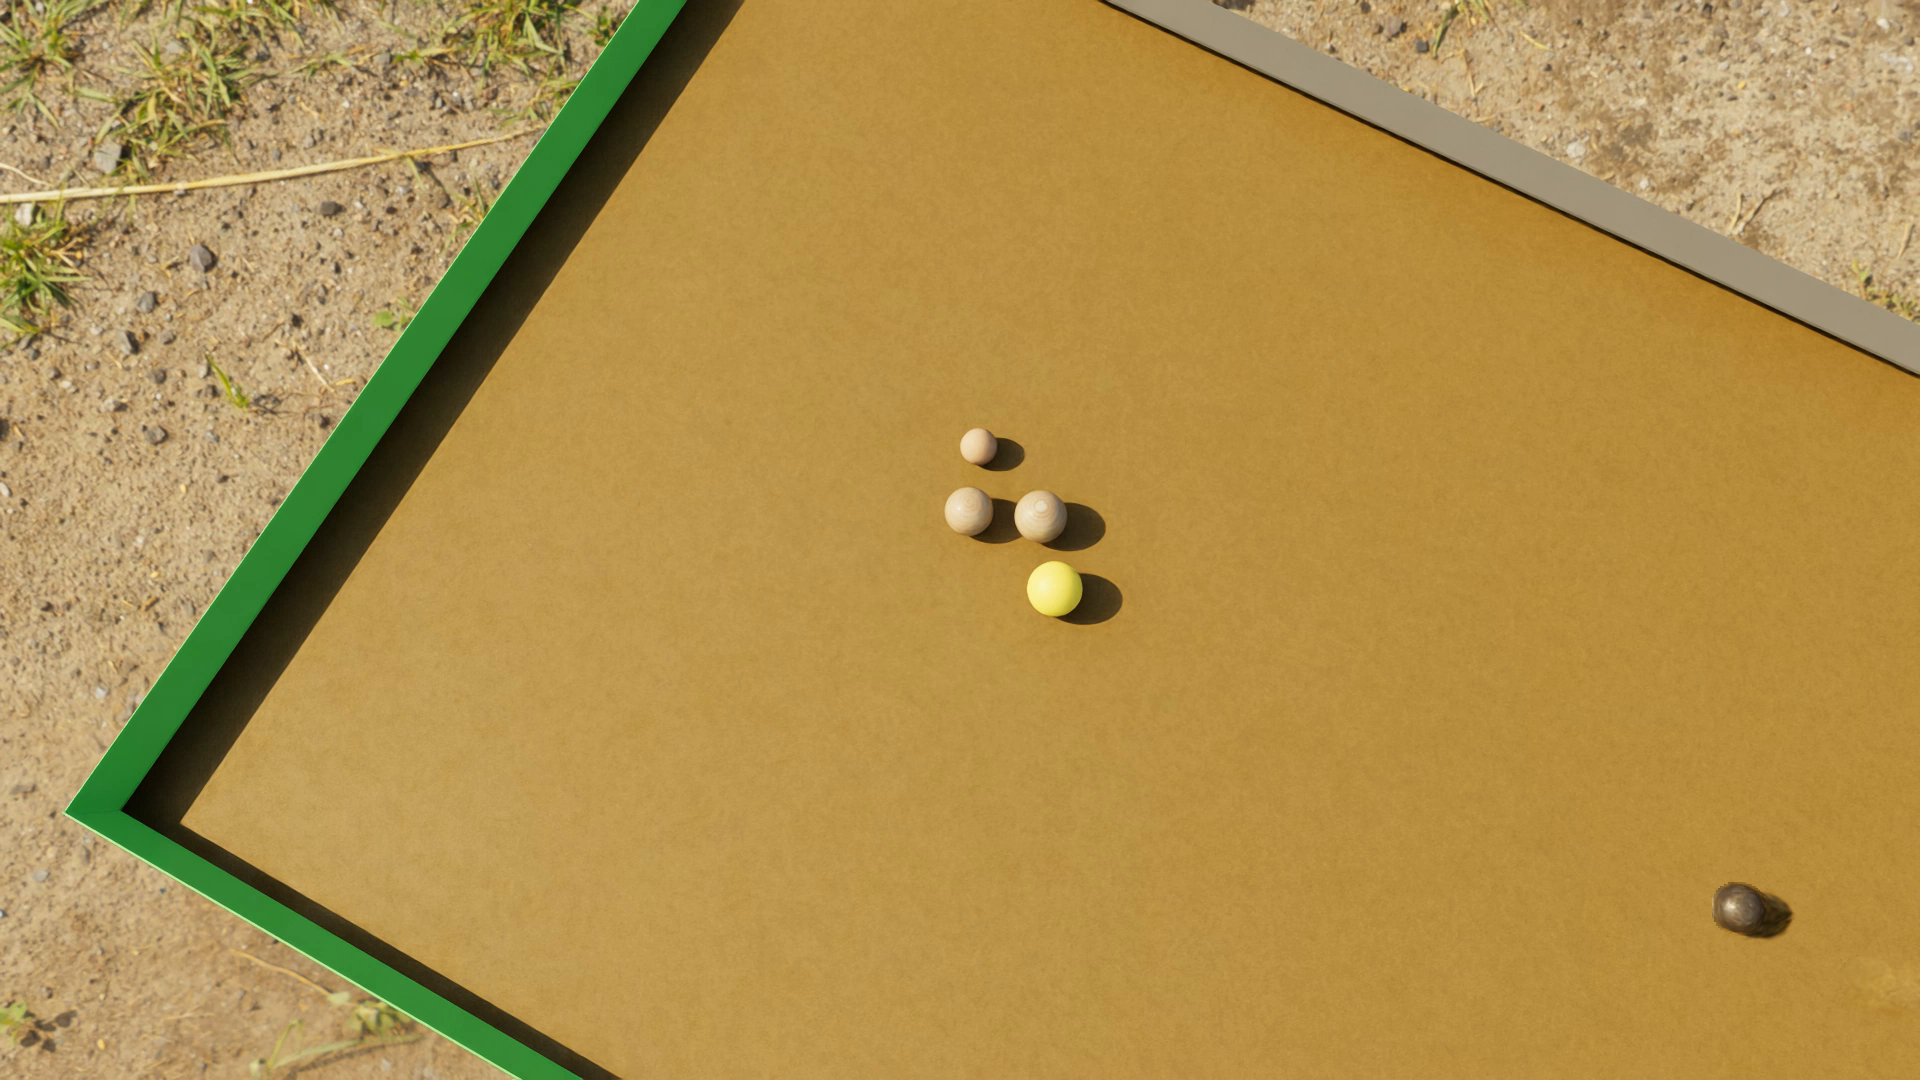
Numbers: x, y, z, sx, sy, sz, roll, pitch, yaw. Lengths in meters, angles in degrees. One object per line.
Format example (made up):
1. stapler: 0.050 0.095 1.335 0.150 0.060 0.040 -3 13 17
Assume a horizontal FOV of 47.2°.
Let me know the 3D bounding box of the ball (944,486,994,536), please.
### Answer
1. ball: 0.014 -0.045 3.471 0.078 0.078 0.078 0 69 0

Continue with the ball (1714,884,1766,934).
1. ball: 1.151 0.545 3.250 0.072 0.072 0.072 0 69 0

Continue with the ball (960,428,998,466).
1. ball: 0.030 -0.150 3.520 0.060 0.060 0.060 0 69 0

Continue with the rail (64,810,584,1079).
1. rail: 0.333 1.242 2.964 3.736 0.112 0.045 27 72 10

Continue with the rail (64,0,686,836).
1. rail: -0.798 -0.416 3.592 0.045 0.112 2.067 27 72 10

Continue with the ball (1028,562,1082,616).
1. ball: 0.148 0.076 3.420 0.087 0.087 0.087 0 69 0

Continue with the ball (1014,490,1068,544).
1. ball: 0.127 -0.037 3.464 0.084 0.084 0.084 0 69 0

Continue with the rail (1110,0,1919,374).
1. rail: 1.305 -0.414 3.591 3.736 0.112 0.045 27 72 10
